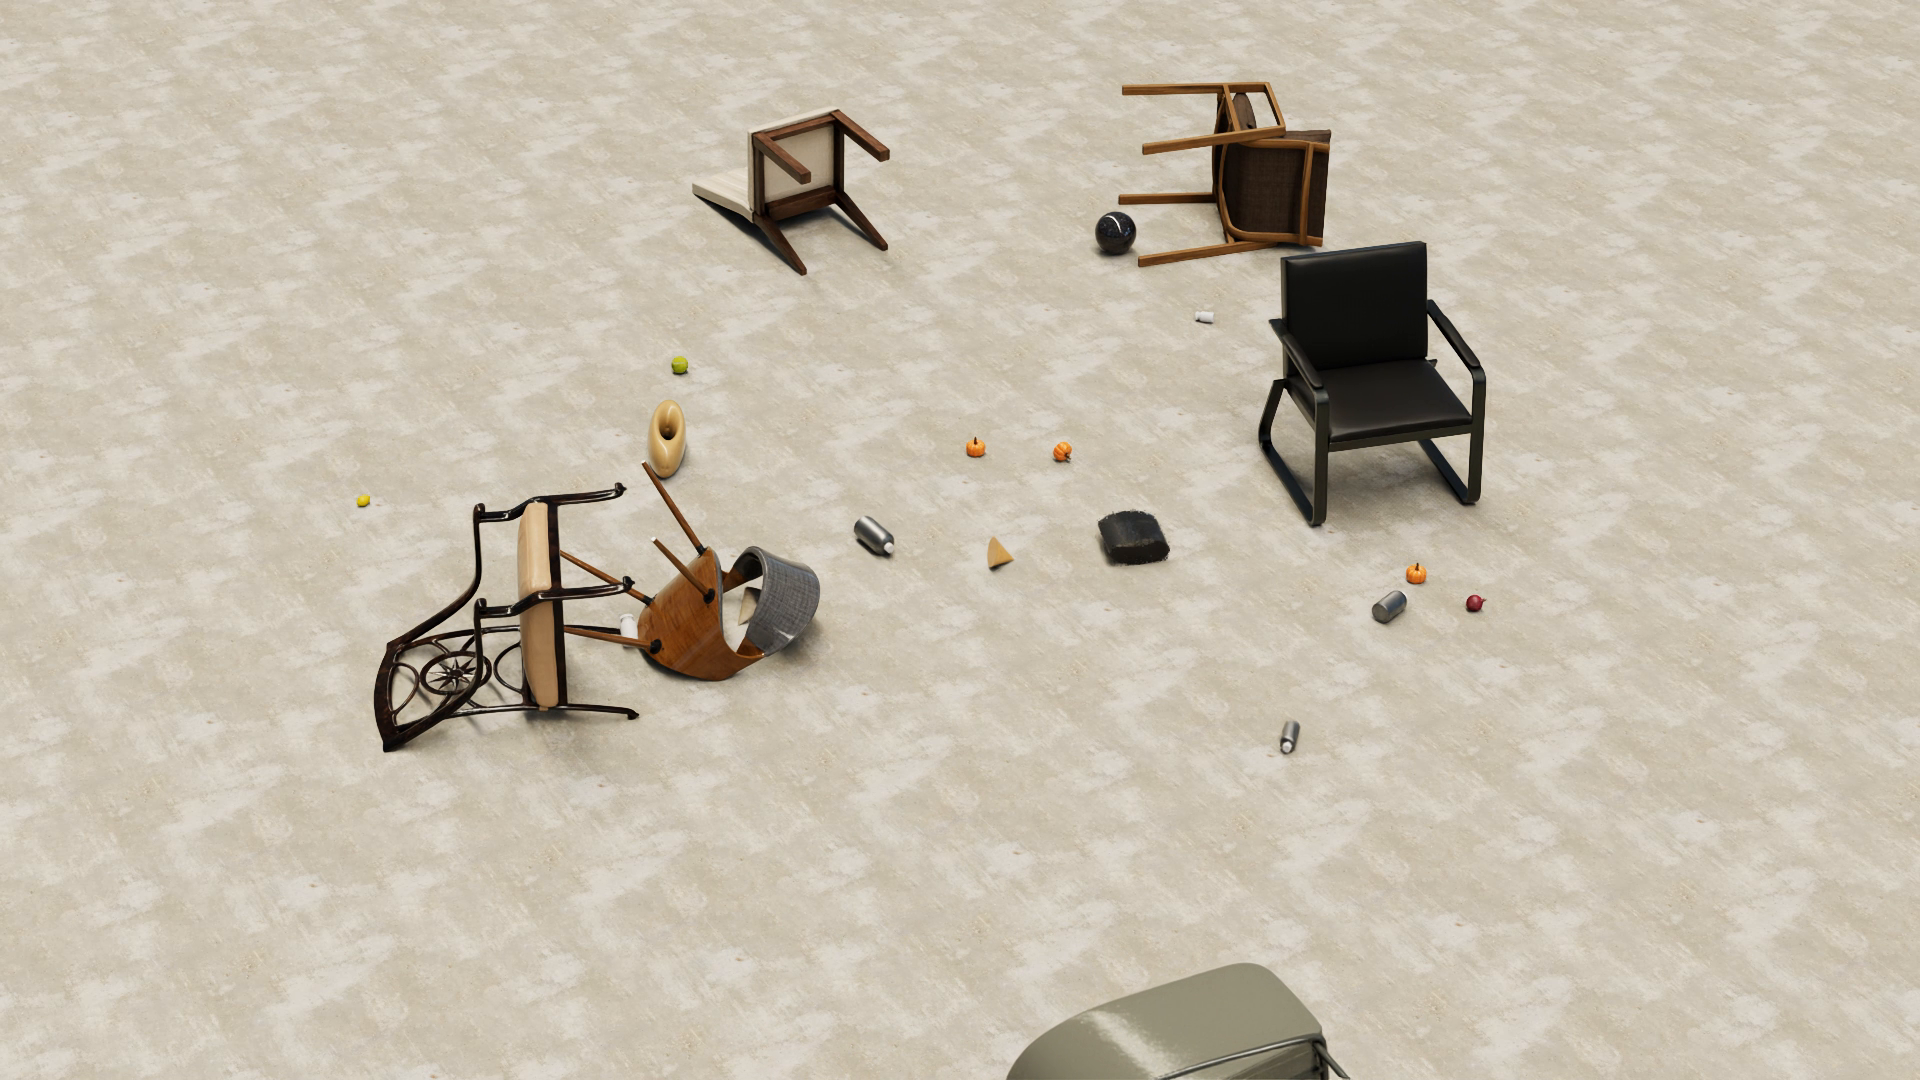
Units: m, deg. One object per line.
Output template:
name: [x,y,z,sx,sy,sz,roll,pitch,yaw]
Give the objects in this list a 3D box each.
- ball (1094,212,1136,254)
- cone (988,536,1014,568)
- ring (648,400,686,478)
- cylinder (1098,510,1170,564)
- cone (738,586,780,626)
ball: [0.681,-1.345,12.816,0.185,0.185,0.185,0,33,0]
cone: [0.161,0.058,10.821,0.092,0.085,0.172,20,30,-15]
ring: [-1.142,-0.396,11.414,0.150,0.147,0.435,6,35,-8]
cylinder: [0.644,-0.009,10.858,0.228,0.110,0.197,-3,33,-11]
cone: [-0.754,0.257,10.518,0.156,0.081,0.159,21,53,26]
